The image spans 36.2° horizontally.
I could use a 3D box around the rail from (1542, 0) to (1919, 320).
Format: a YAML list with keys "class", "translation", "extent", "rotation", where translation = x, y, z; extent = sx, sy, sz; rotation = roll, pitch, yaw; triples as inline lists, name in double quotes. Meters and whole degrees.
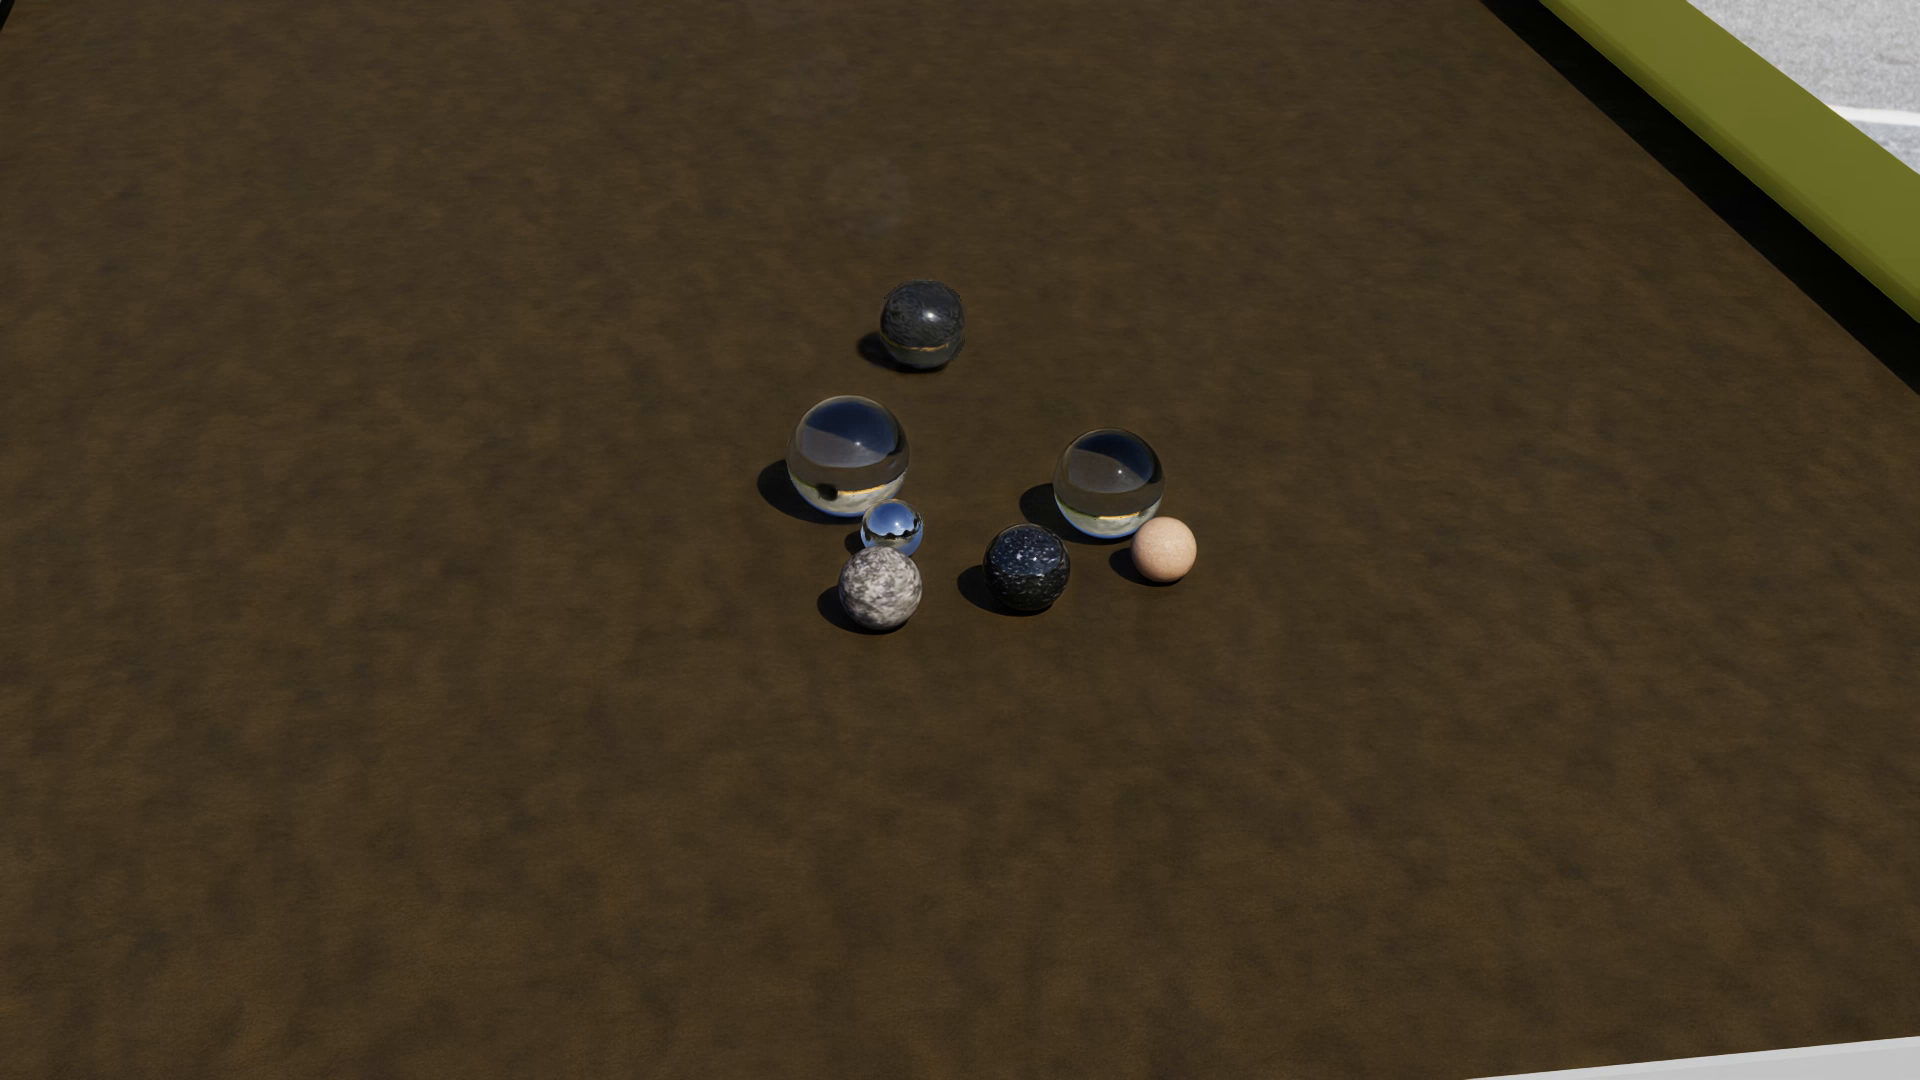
- class: "rail"
  translation: [0.684, -0.393, 2.662]
  extent: [0.045, 0.110, 2.877]
  rotation: [-4, 27, -8]

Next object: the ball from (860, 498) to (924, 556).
- class: "ball"
  translation: [-0.045, -0.007, 1.961]
  extent: [0.042, 0.042, 0.042]
  rotation: [0, 26, 0]

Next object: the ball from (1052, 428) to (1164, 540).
- class: "ball"
  translation: [0.100, -0.038, 1.987]
  extent: [0.076, 0.076, 0.076]
  rotation: [0, 26, 0]

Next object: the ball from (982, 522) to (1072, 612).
- class: "ball"
  translation: [0.043, 0.018, 1.895]
  extent: [0.057, 0.057, 0.057]
  rotation: [0, 26, 0]

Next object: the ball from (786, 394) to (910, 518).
- class: "ball"
  translation: [-0.077, -0.057, 2.015]
  extent: [0.085, 0.085, 0.085]
  rotation: [0, 26, 0]

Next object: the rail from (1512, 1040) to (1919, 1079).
- class: "rail"
  translation: [0.106, 0.282, 1.300]
  extent: [1.652, 0.110, 0.045]
  rotation: [-4, 27, -8]

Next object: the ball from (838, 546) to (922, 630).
- class: "ball"
  translation: [-0.051, 0.030, 1.873]
  extent: [0.054, 0.054, 0.054]
  rotation: [0, 26, 0]

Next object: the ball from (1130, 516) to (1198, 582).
- class: "ball"
  translation: [0.134, 0.006, 1.933]
  extent: [0.044, 0.044, 0.044]
  rotation: [0, 26, 0]

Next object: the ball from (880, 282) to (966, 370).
- class: "ball"
  translation: [-0.028, -0.164, 2.251]
  extent: [0.067, 0.067, 0.067]
  rotation: [0, 26, 0]
